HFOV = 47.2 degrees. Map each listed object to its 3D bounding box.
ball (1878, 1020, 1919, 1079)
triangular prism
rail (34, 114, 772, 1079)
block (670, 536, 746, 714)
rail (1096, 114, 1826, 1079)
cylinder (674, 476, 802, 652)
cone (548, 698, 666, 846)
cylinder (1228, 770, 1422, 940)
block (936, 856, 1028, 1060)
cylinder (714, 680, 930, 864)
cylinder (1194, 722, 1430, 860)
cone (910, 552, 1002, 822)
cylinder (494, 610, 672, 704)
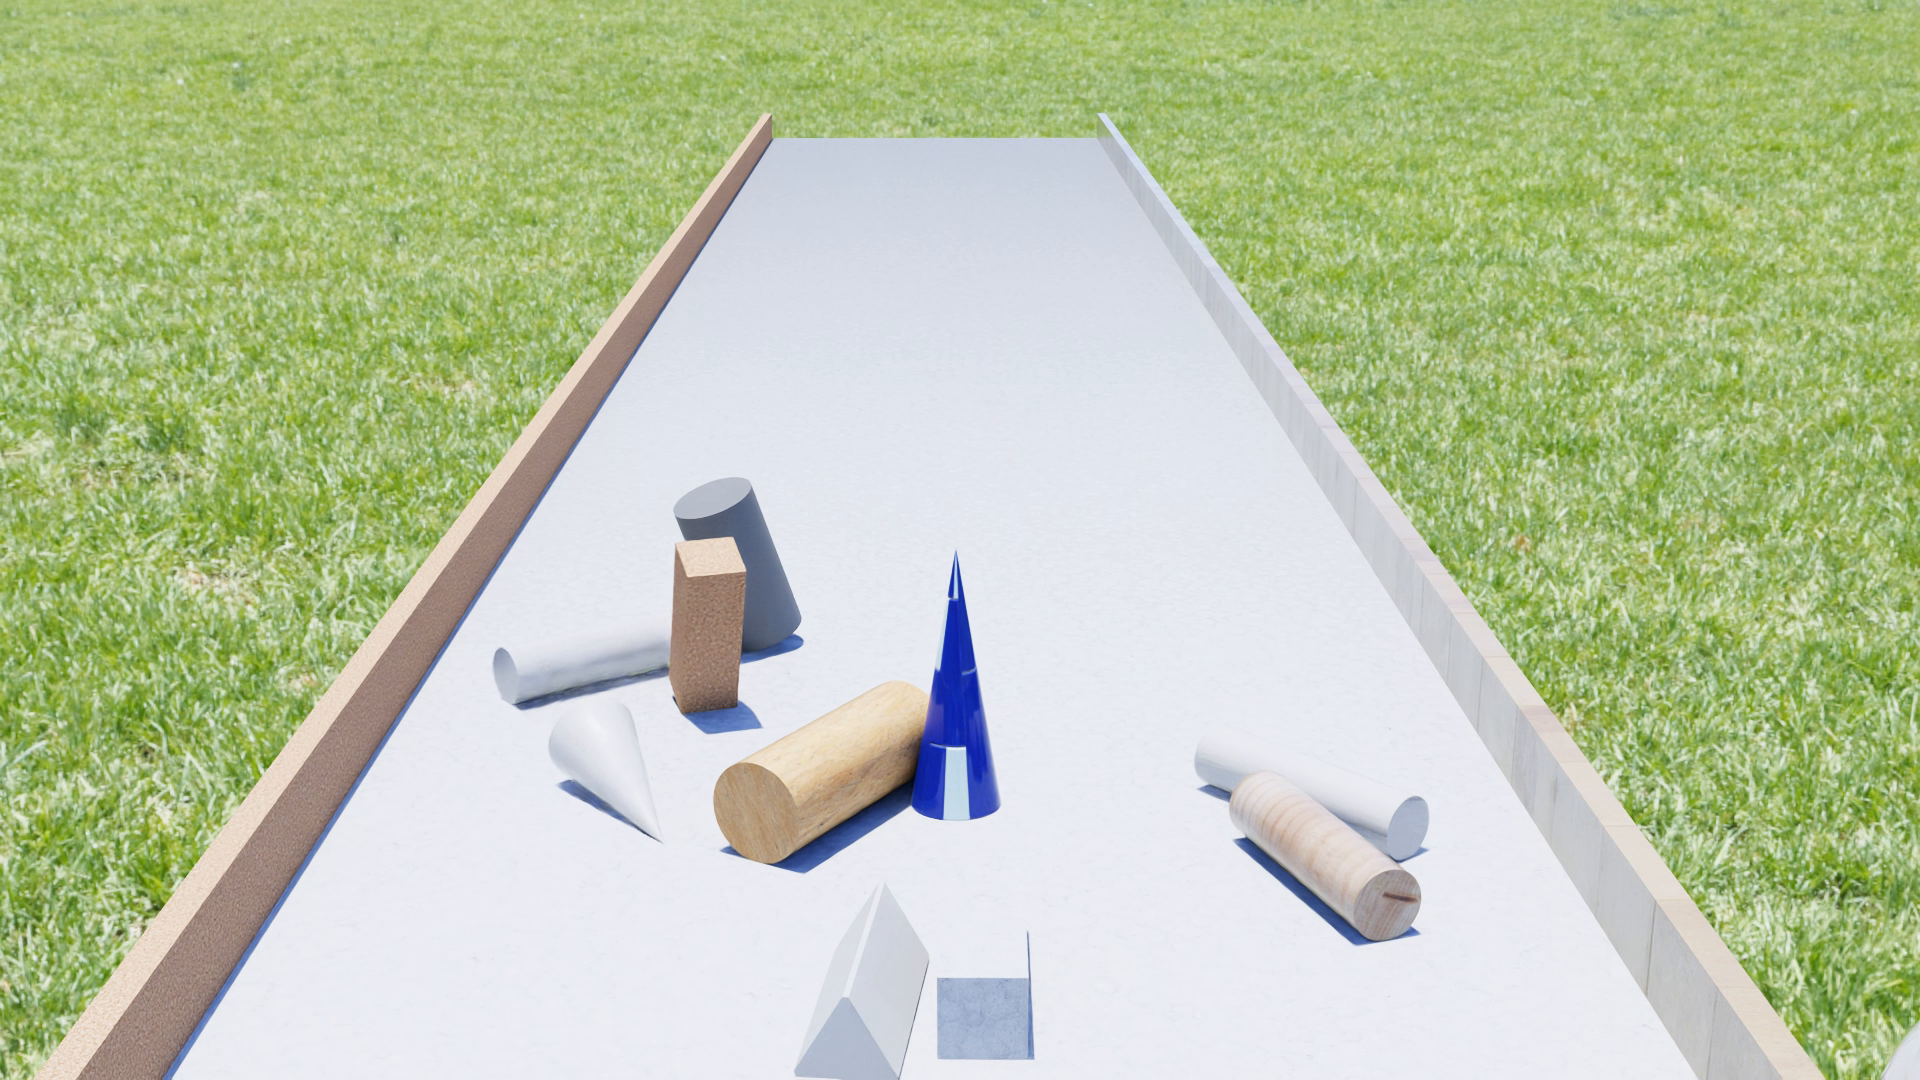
[{"bbox_3d":[1.049,0.590,2.037,0.393,0.393,0.393,0,17,0],"label":"ball"},{"bbox_3d":[-0.130,0.595,3.010,0.136,0.117,0.344,2,17,6],"label":"triangular prism"},{"bbox_3d":[-1.118,-0.838,7.780,0.050,0.150,12.000,0,17,-1],"label":"rail"},{"bbox_3d":[-0.471,0.160,4.092,0.108,0.322,0.108,-6,37,-18],"label":"block"},{"bbox_3d":[0.932,-0.844,7.801,0.050,0.150,12.000,0,17,-1],"label":"rail"},{"bbox_3d":[-0.448,0.050,4.443,0.165,0.314,0.165,-15,26,8],"label":"cylinder"},{"bbox_3d":[-0.558,0.418,3.687,0.158,0.158,0.333,-9,32,-28],"label":"cone"},{"bbox_3d":[0.559,0.482,3.406,0.114,0.114,0.401,-6,18,-19],"label":"cylinder"},{"bbox_3d":[0.031,0.577,3.076,0.120,0.120,0.376,0,17,0],"label":"block"},{"bbox_3d":[-0.211,0.379,3.656,0.169,0.169,0.436,10,19,30],"label":"cylinder"},{"bbox_3d":[0.578,0.413,3.650,0.107,0.107,0.417,-14,21,-39],"label":"cylinder"},{"bbox_3d":[-0.007,0.228,3.664,0.154,0.454,0.154,0,17,0],"label":"cone"},{"bbox_3d":[-0.687,0.220,4.296,0.437,0.109,0.109,-12,21,-36],"label":"cylinder"}]
